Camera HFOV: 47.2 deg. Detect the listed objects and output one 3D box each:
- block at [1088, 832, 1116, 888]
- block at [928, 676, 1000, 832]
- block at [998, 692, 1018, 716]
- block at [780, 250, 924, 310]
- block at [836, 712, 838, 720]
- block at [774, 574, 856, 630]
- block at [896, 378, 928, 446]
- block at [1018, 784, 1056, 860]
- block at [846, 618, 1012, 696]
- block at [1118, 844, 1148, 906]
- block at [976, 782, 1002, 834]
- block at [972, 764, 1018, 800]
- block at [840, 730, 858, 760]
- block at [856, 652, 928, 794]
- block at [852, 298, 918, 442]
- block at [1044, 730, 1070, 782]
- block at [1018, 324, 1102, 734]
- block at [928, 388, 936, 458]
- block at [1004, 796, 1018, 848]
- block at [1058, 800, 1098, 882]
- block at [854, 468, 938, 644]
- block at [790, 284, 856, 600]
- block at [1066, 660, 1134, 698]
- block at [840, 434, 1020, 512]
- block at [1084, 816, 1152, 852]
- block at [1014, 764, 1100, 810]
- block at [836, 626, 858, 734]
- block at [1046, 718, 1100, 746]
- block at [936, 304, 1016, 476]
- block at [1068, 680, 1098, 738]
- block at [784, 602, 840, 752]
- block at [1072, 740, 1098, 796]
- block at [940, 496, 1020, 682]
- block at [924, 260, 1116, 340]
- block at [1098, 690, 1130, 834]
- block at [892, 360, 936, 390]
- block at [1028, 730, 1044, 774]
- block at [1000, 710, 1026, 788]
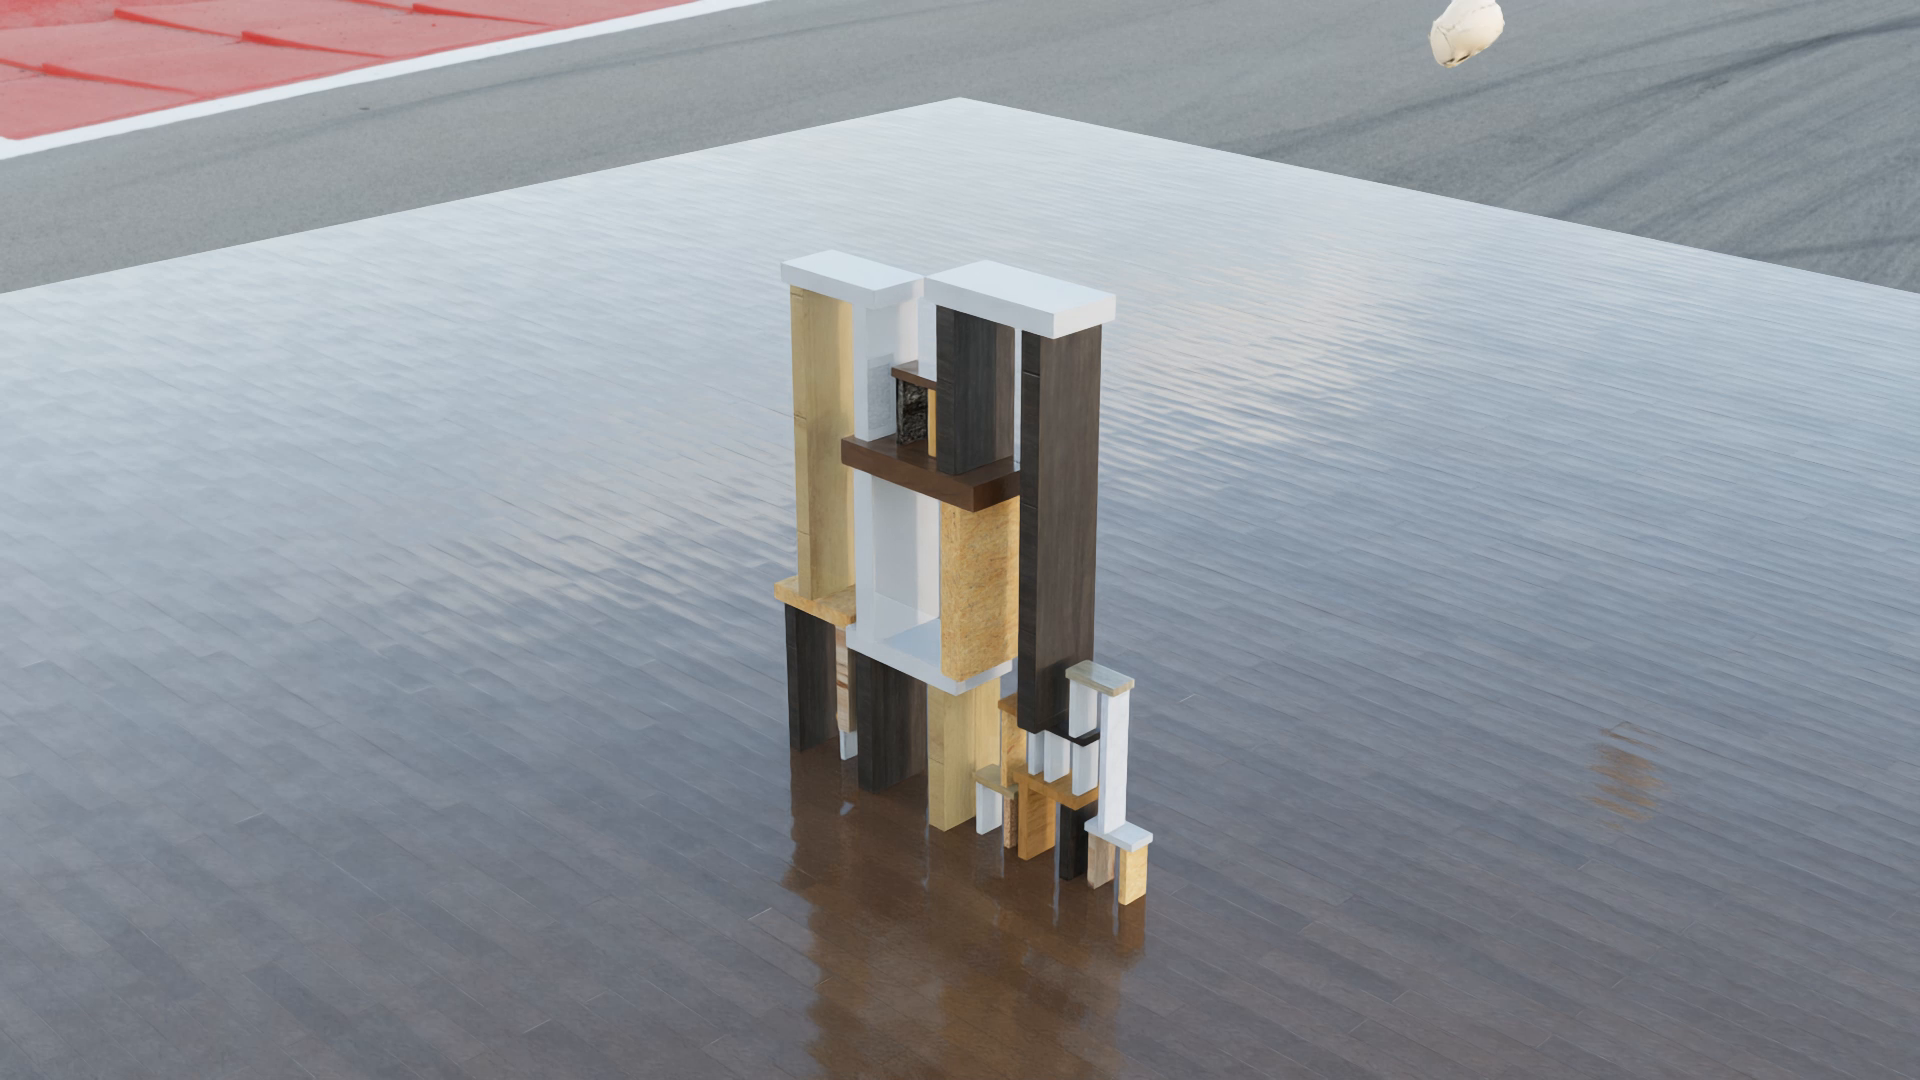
[{"bbox_3d":[0.270,0.601,4.193,0.017,0.119,0.059,21,31,41],"label":"block"},{"bbox_3d":[0.009,0.410,4.393,0.044,0.314,0.157,21,31,41],"label":"block"},{"bbox_3d":[0.131,0.325,4.221,0.054,0.015,0.109,-21,31,-40],"label":"block"},{"bbox_3d":[-0.206,-0.503,4.237,0.135,0.038,0.269,-21,31,-41],"label":"block"},{"bbox_3d":[-0.213,0.377,4.623,0.091,0.013,0.045,20,30,38],"label":"block"},{"bbox_3d":[-0.262,0.122,4.558,0.237,0.034,0.118,21,31,41],"label":"block"},{"bbox_3d":[-0.092,-0.253,4.218,0.019,0.132,0.066,21,31,40],"label":"block"},{"bbox_3d":[0.150,0.536,4.289,0.023,0.163,0.081,21,31,41],"label":"block"},{"bbox_3d":[-0.064,0.216,4.390,0.314,0.044,0.157,21,31,41],"label":"block"},{"bbox_3d":[0.326,0.623,4.141,0.017,0.119,0.059,21,31,41],"label":"block"},{"bbox_3d":[0.058,0.525,4.379,0.016,0.113,0.057,21,31,41],"label":"block"},{"bbox_3d":[0.085,0.476,4.329,0.113,0.016,0.057,21,31,41],"label":"block"},{"bbox_3d":[-0.233,0.417,4.662,0.045,0.091,0.013,-21,29,-41],"label":"block"},{"bbox_3d":[-0.140,0.352,4.530,0.044,0.314,0.157,21,31,41],"label":"block"},{"bbox_3d":[-0.142,-0.336,4.238,0.038,0.269,0.135,21,31,41],"label":"block"},{"bbox_3d":[0.185,0.403,4.194,0.015,0.109,0.054,21,31,41],"label":"block"},{"bbox_3d":[0.180,-0.024,4.024,0.160,0.780,0.045,-21,31,-40],"label":"block"},{"bbox_3d":[-0.029,-0.229,4.161,0.019,0.132,0.066,21,31,40],"label":"block"},{"bbox_3d":[0.112,0.546,4.330,0.016,0.113,0.057,21,31,41],"label":"block"},{"bbox_3d":[0.227,0.566,4.218,0.023,0.163,0.081,21,31,41],"label":"block"},{"bbox_3d":[-0.125,0.008,4.362,0.180,0.360,0.051,-21,31,-41],"label":"block"},{"bbox_3d":[-0.270,-0.204,4.433,0.038,0.665,0.135,21,31,40],"label":"block"},{"bbox_3d":[0.257,0.254,4.046,0.117,0.017,0.058,21,31,40],"label":"block"},{"bbox_3d":[-0.039,-0.148,4.203,0.360,0.051,0.180,21,31,41],"label":"block"},{"bbox_3d":[0.298,0.549,4.141,0.119,0.017,0.059,21,31,41],"label":"block"},{"bbox_3d":[0.189,0.465,4.218,0.163,0.023,0.081,21,31,41],"label":"block"},{"bbox_3d":[-0.202,0.270,4.555,0.034,0.237,0.118,19,30,38],"label":"block"},{"bbox_3d":[0.211,0.356,4.147,0.109,0.015,0.054,21,31,41],"label":"block"},{"bbox_3d":[0.030,-0.294,4.074,0.045,0.320,0.160,21,31,41],"label":"block"},{"bbox_3d":[0.230,0.305,4.098,0.058,0.117,0.017,-21,31,-41],"label":"block"},{"bbox_3d":[-0.311,0.275,4.676,0.034,0.340,0.118,21,31,41],"label":"block"},{"bbox_3d":[0.237,0.423,4.147,0.015,0.109,0.054,21,31,41],"label":"block"},{"bbox_3d":[0.045,0.075,4.206,0.051,0.360,0.180,22,31,40],"label":"block"},{"bbox_3d":[0.105,-0.433,3.933,0.160,0.045,0.320,-21,31,-40],"label":"block"},{"bbox_3d":[0.285,0.407,4.081,0.017,0.292,0.058,21,31,41],"label":"block"},{"bbox_3d":[-0.060,-0.311,4.160,0.132,0.019,0.066,21,31,40],"label":"block"},{"bbox_3d":[0.156,0.392,4.221,0.054,0.109,0.015,-21,31,-41],"label":"block"},{"bbox_3d":[0.105,0.398,4.280,0.015,0.165,0.054,21,31,41],"label":"block"}]
